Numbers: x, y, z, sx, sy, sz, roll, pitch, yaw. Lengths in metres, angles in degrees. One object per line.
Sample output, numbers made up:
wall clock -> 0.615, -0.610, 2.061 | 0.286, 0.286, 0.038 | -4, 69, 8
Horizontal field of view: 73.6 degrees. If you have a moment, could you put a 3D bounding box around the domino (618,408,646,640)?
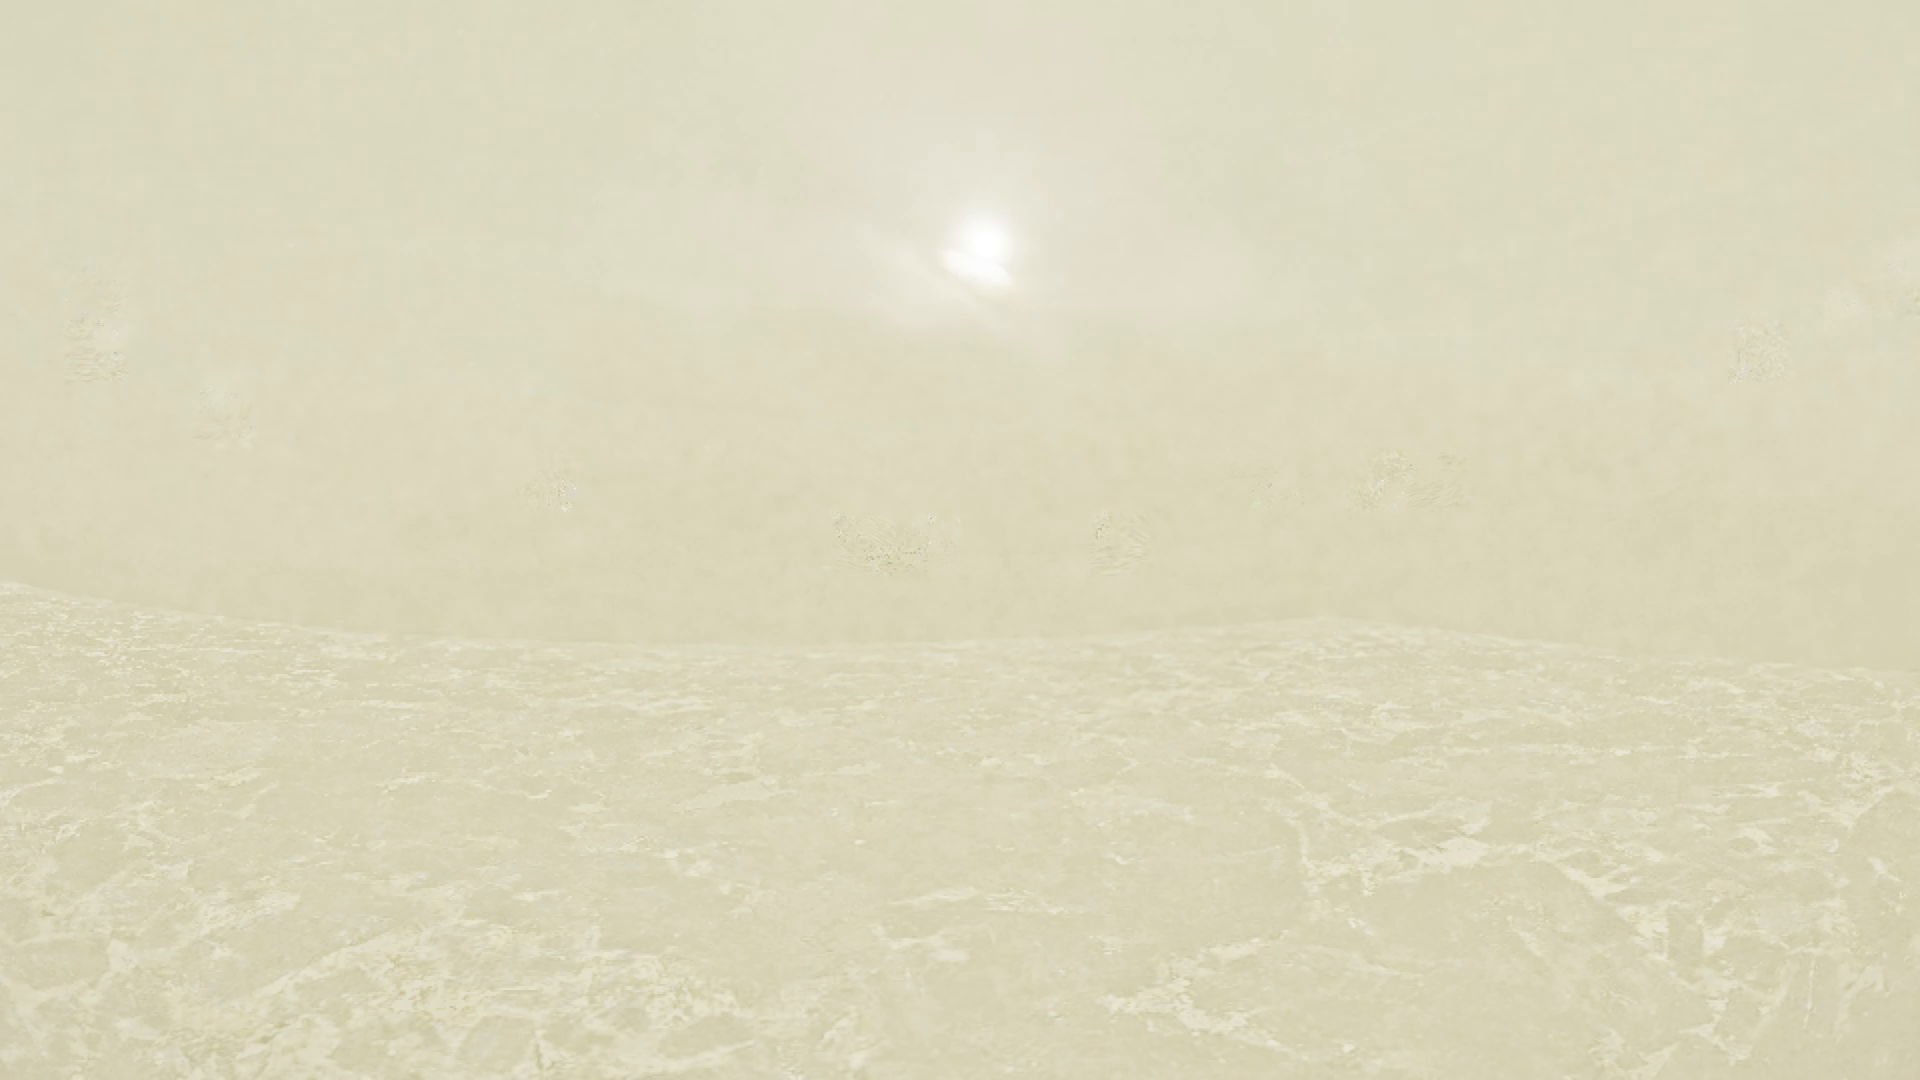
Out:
domino -> -0.083, -0.004, 0.282 | 0.025, 0.050, 0.010 | 0, 4, -4

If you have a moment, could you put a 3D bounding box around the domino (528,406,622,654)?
domino -> -0.084, -0.002, 0.264 | 0.025, 0.050, 0.009 | 1, 4, 12

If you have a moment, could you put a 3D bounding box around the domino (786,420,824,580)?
domino -> -0.043, -0.013, 0.412 | 0.010, 0.050, 0.025 | 3, 6, 39

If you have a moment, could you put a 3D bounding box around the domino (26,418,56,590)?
domino -> -0.277, -0.011, 0.382 | 0.025, 0.050, 0.010 | 2, 5, 28

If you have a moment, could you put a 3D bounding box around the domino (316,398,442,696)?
domino -> -0.104, 0.001, 0.227 | 0.025, 0.050, 0.010 | 3, 5, 38

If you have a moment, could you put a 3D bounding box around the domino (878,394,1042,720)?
domino -> 0.000, 0.002, 0.201 | 0.025, 0.050, 0.010 | 0, 4, 0

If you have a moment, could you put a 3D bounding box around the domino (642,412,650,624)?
domino -> -0.086, -0.005, 0.301 | 0.025, 0.050, 0.010 | -1, 4, -16

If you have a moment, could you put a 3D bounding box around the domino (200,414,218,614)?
domino -> -0.194, -0.007, 0.330 | 0.025, 0.050, 0.010 | 3, 5, 34

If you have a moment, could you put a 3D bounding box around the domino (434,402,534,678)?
domino -> -0.093, -0.001, 0.242 | 0.025, 0.050, 0.010 | 3, 5, 30

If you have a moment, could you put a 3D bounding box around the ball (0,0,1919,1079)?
ball -> 0.000, -0.002, 0.056 | 0.080, 0.080, 0.080 | 0, 4, 0

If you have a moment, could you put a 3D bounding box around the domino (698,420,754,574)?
domino -> -0.076, -0.015, 0.434 | 0.009, 0.050, 0.025 | 2, 5, 29

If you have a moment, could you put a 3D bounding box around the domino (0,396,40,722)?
domino -> -0.152, 0.003, 0.194 | 0.010, 0.050, 0.025 | -1, 4, -12

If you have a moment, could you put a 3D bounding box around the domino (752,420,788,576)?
domino -> -0.056, -0.014, 0.422 | 0.009, 0.050, 0.025 | 3, 5, 35

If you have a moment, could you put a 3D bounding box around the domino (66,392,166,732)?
domino -> -0.132, 0.002, 0.201 | 0.010, 0.050, 0.025 | -2, 5, -30

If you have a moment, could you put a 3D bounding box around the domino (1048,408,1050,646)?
domino -> 0.006, -0.003, 0.271 | 0.025, 0.050, 0.010 | 0, 4, 4

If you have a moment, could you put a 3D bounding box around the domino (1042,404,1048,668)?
domino -> 0.004, -0.001, 0.247 | 0.025, 0.050, 0.010 | 0, 4, 6

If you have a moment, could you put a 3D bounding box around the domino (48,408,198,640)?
domino -> -0.188, -0.004, 0.289 | 0.009, 0.050, 0.025 | 2, 5, 27

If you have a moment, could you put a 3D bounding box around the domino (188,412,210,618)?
domino -> -0.198, -0.006, 0.310 | 0.025, 0.050, 0.009 | 0, 4, -5

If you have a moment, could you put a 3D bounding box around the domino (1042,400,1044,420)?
domino -> 0.002, 0.001, 0.223 | 0.025, 0.050, 0.009 | 0, 4, 6

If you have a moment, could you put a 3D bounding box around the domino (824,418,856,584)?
domino -> -0.030, -0.012, 0.400 | 0.010, 0.050, 0.025 | 4, 6, 44

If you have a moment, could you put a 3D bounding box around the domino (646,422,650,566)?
domino -> -0.113, -0.016, 0.450 | 0.010, 0.050, 0.025 | 1, 4, 16

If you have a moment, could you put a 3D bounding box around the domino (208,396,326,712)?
domino -> -0.116, 0.002, 0.214 | 0.010, 0.050, 0.025 | -4, 6, -43

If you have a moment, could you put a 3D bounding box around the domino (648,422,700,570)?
domino -> -0.096, -0.016, 0.444 | 0.010, 0.050, 0.025 | 2, 5, 23

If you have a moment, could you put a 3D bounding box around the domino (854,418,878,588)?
domino -> -0.019, -0.012, 0.389 | 0.025, 0.050, 0.010 | -4, 6, -40
